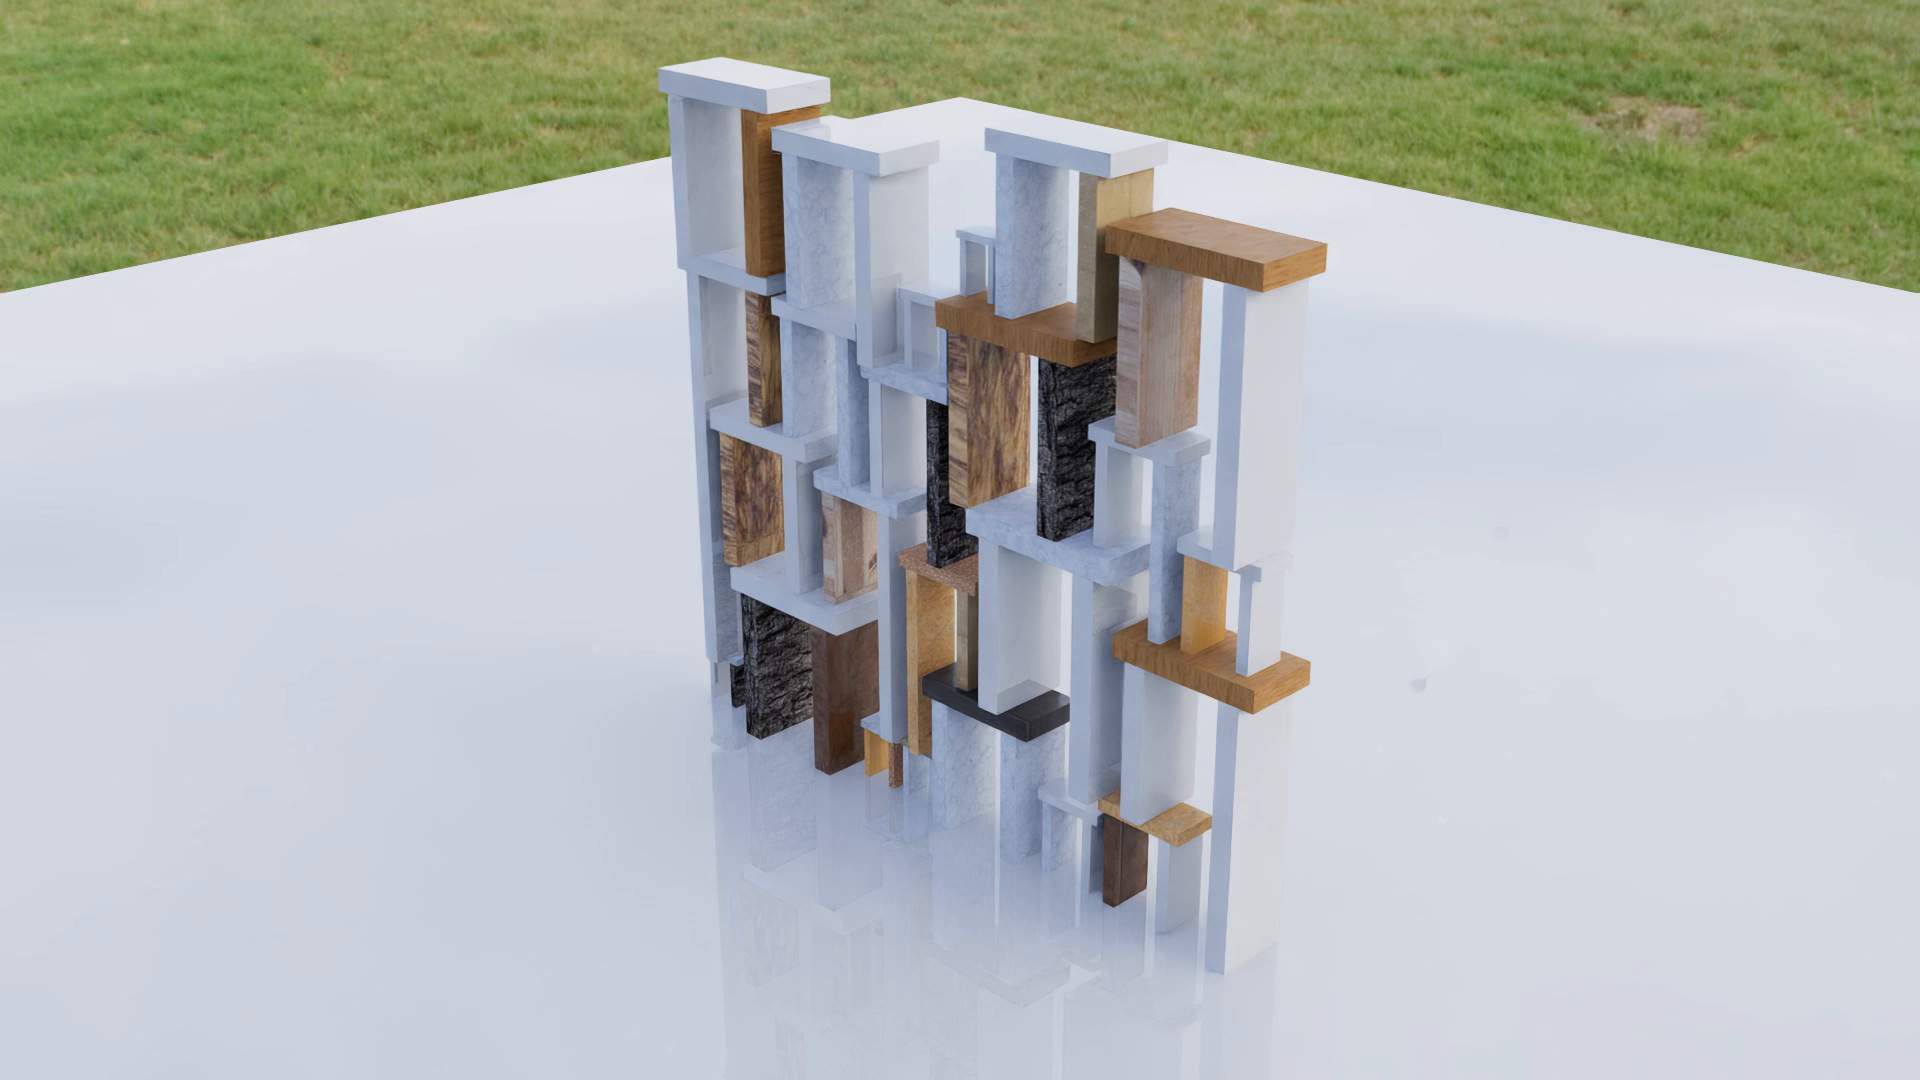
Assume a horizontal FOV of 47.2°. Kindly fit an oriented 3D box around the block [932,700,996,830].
[{"bbox_3d":[0.009,0.427,4.395,0.040,0.281,0.140,21,31,41],"label":"block"}]

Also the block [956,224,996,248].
[{"bbox_3d":[0.048,-0.544,3.929,0.053,0.015,0.106,-22,31,-40],"label":"block"}]

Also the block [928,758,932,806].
[{"bbox_3d":[-0.039,0.485,4.475,0.016,0.111,0.055,21,31,41],"label":"block"}]

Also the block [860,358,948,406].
[{"bbox_3d":[-0.066,-0.312,4.164,0.118,0.033,0.236,-22,31,-40],"label":"block"}]

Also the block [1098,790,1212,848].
[{"bbox_3d":[0.358,0.502,4.050,0.096,0.027,0.193,-21,31,-41],"label":"block"}]

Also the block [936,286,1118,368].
[{"bbox_3d":[0.133,-0.385,3.907,0.167,0.047,0.334,-22,31,-40],"label":"block"}]

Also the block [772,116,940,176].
[{"bbox_3d":[-0.198,-0.740,4.118,0.151,0.043,0.302,-21,31,-40],"label":"block"}]

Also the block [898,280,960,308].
[{"bbox_3d":[-0.041,-0.452,4.068,0.140,0.020,0.070,21,31,41],"label":"block"}]

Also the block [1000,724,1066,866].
[{"bbox_3d":[0.141,0.479,4.273,0.040,0.281,0.140,21,31,41],"label":"block"}]

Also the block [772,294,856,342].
[{"bbox_3d":[-0.242,-0.445,4.294,0.123,0.035,0.246,-21,31,-40],"label":"block"}]

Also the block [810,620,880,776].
[{"bbox_3d":[-0.230,0.310,4.604,0.047,0.334,0.167,21,31,41],"label":"block"}]

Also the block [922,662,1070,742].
[{"bbox_3d":[0.075,0.305,4.271,0.281,0.040,0.140,21,31,41],"label":"block"}]

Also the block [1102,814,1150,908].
[{"bbox_3d":[0.313,0.585,4.135,0.027,0.193,0.096,21,31,41],"label":"block"}]

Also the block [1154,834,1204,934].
[{"bbox_3d":[0.404,0.621,4.051,0.027,0.193,0.096,21,31,41],"label":"block"}]

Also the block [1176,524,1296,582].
[{"bbox_3d":[0.467,0.021,3.729,0.091,0.026,0.182,-21,31,-41],"label":"block"}]

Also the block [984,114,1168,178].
[{"bbox_3d":[0.195,-0.669,3.725,0.288,0.041,0.144,21,31,41],"label":"block"}]

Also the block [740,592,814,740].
[{"bbox_3d":[-0.387,0.248,4.749,0.047,0.334,0.167,21,31,41],"label":"block"}]

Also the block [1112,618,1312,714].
[{"bbox_3d":[0.437,0.208,3.844,0.157,0.045,0.315,-21,31,-41],"label":"block"}]

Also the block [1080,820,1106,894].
[{"bbox_3d":[0.264,0.588,4.179,0.022,0.152,0.076,21,31,41],"label":"block"}]

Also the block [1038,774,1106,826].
[{"bbox_3d":[0.229,0.494,4.178,0.152,0.022,0.076,21,31,41],"label":"block"}]

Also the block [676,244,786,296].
[{"bbox_3d":[-0.430,-0.556,4.455,0.141,0.040,0.283,-21,31,-40],"label":"block"}]

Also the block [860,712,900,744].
[{"bbox_3d":[-0.148,0.388,4.549,0.109,0.015,0.054,21,31,41],"label":"block"}]

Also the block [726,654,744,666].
[{"bbox_3d":[-0.509,0.249,4.882,0.053,0.015,0.106,-21,31,-40],"label":"block"}]

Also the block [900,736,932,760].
[{"bbox_3d":[-0.065,0.417,4.475,0.055,0.016,0.111,-21,31,-40],"label":"block"}]

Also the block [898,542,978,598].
[{"bbox_3d":[-0.009,0.051,4.249,0.104,0.029,0.208,-22,31,-41],"label":"block"}]

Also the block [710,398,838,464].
[{"bbox_3d":[-0.363,-0.233,4.521,0.296,0.042,0.148,21,31,40],"label":"block"}]

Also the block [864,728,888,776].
[{"bbox_3d":[-0.174,0.435,4.597,0.015,0.109,0.054,21,31,41],"label":"block"}]

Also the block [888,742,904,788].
[{"bbox_3d":[-0.123,0.455,4.549,0.015,0.109,0.054,21,31,41],"label":"block"}]

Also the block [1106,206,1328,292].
[{"bbox_3d":[0.413,-0.474,3.566,0.163,0.046,0.327,-21,31,-40],"label":"block"}]

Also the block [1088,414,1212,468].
[{"bbox_3d":[0.326,-0.175,3.792,0.194,0.028,0.097,21,31,41],"label":"block"}]

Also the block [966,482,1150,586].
[{"bbox_3d":[0.196,-0.013,4.009,0.175,0.050,0.351,-22,31,-40],"label":"block"}]

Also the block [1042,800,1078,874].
[{"bbox_3d":[0.193,0.560,4.245,0.022,0.152,0.076,21,31,41],"label":"block"}]

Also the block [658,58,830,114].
[{"bbox_3d":[-0.424,-0.890,4.300,0.324,0.046,0.162,20,30,40],"label":"block"}]

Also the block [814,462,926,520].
[{"bbox_3d":[-0.165,-0.105,4.367,0.121,0.034,0.243,-21,31,-40],"label":"block"}]

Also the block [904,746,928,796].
[{"bbox_3d":[-0.091,0.465,4.524,0.055,0.111,0.016,-21,31,-41],"label":"block"}]

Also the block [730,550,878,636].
[{"bbox_3d":[-0.308,0.103,4.602,0.334,0.047,0.167,21,31,41],"label":"block"}]
